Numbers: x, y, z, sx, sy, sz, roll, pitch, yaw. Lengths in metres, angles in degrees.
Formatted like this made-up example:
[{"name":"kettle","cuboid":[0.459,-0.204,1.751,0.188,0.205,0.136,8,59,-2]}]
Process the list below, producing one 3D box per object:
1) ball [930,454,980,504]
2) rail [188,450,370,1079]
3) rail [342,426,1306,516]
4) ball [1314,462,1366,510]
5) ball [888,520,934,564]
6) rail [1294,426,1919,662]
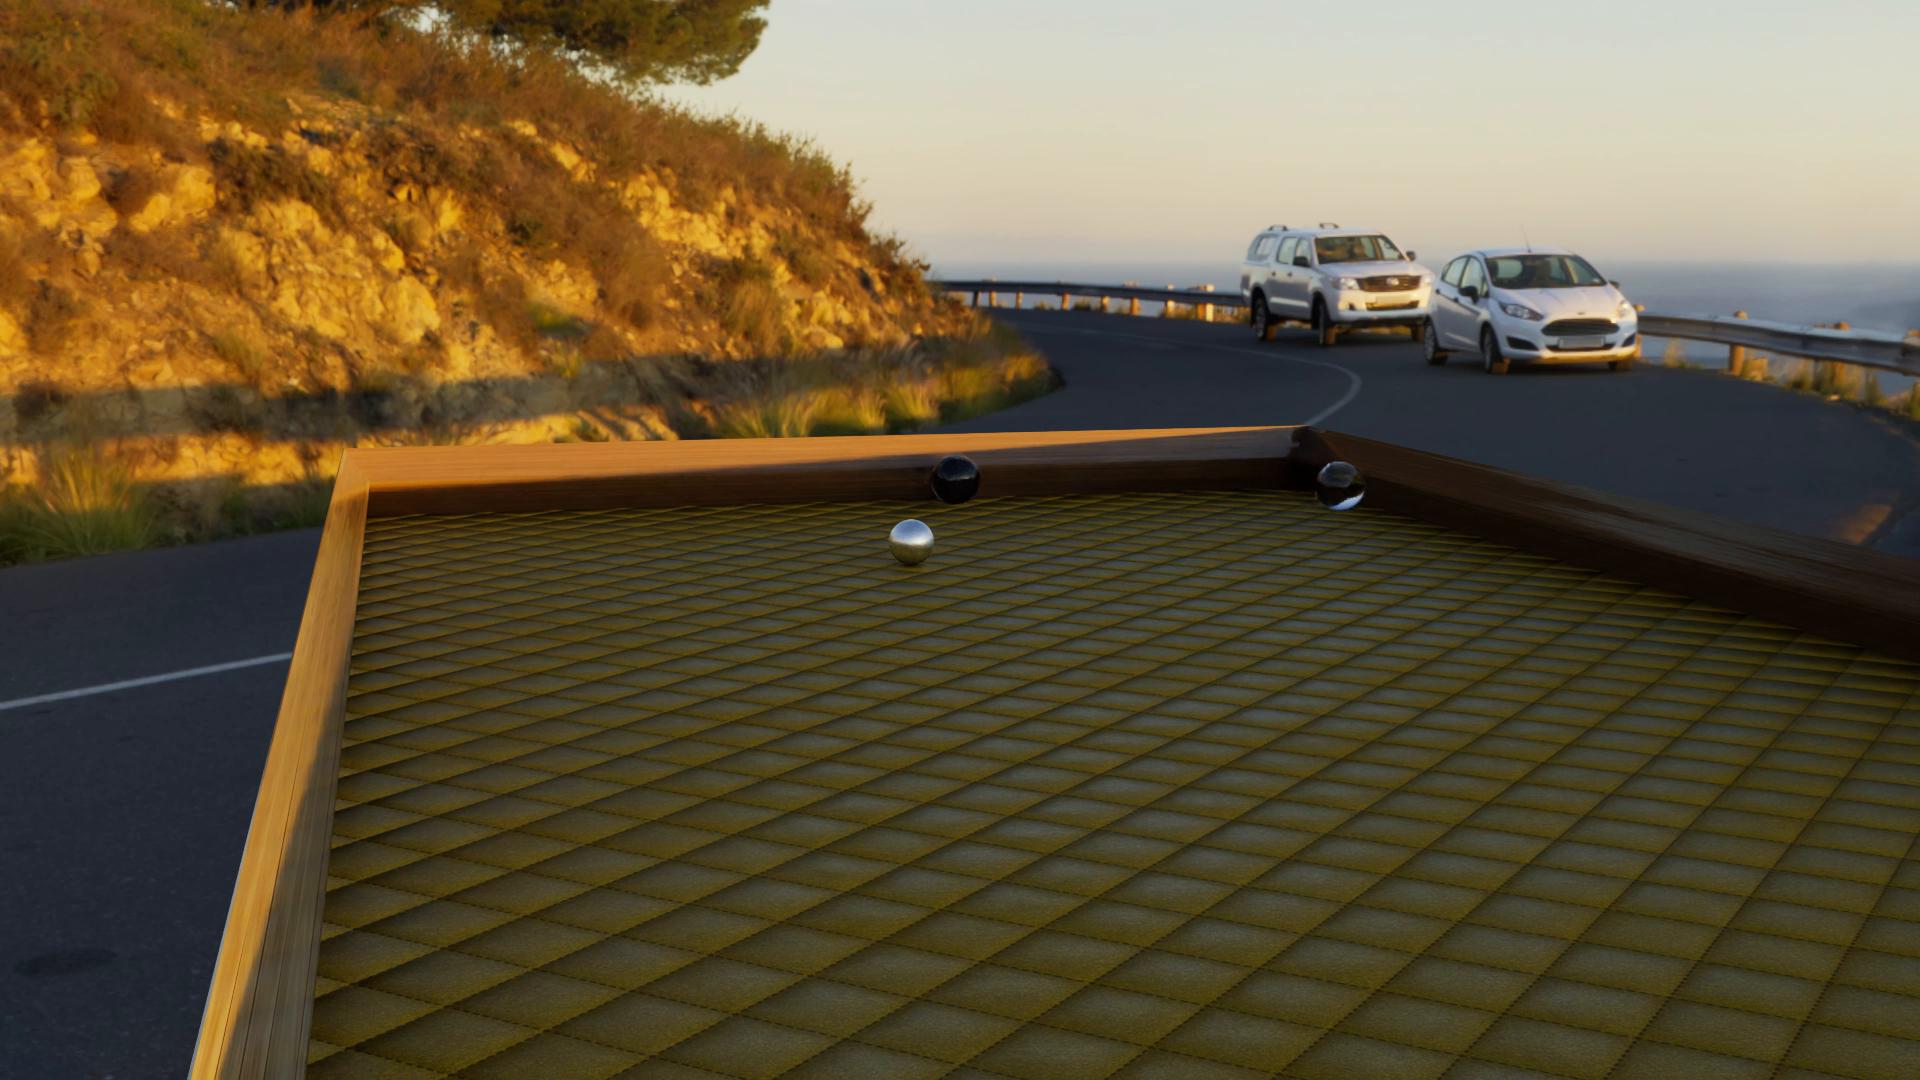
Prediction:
[{"name":"ball","cuboid":[-0.009,-0.116,4.177,0.095,0.095,0.095,0,8,0]},{"name":"rail","cuboid":[-0.679,0.127,2.367,0.045,0.123,3.401,-2,8,-14]},{"name":"rail","cuboid":[-0.203,-0.134,4.199,1.877,0.123,0.045,-2,8,-14]},{"name":"ball","cuboid":[0.704,-0.100,4.075,0.093,0.093,0.093,0,8,0]},{"name":"ball","cuboid":[-0.076,0.003,3.427,0.071,0.071,0.071,0,8,0]},{"name":"rail","cuboid":[1.096,0.064,2.812,0.045,0.123,3.401,-2,8,-14]}]
